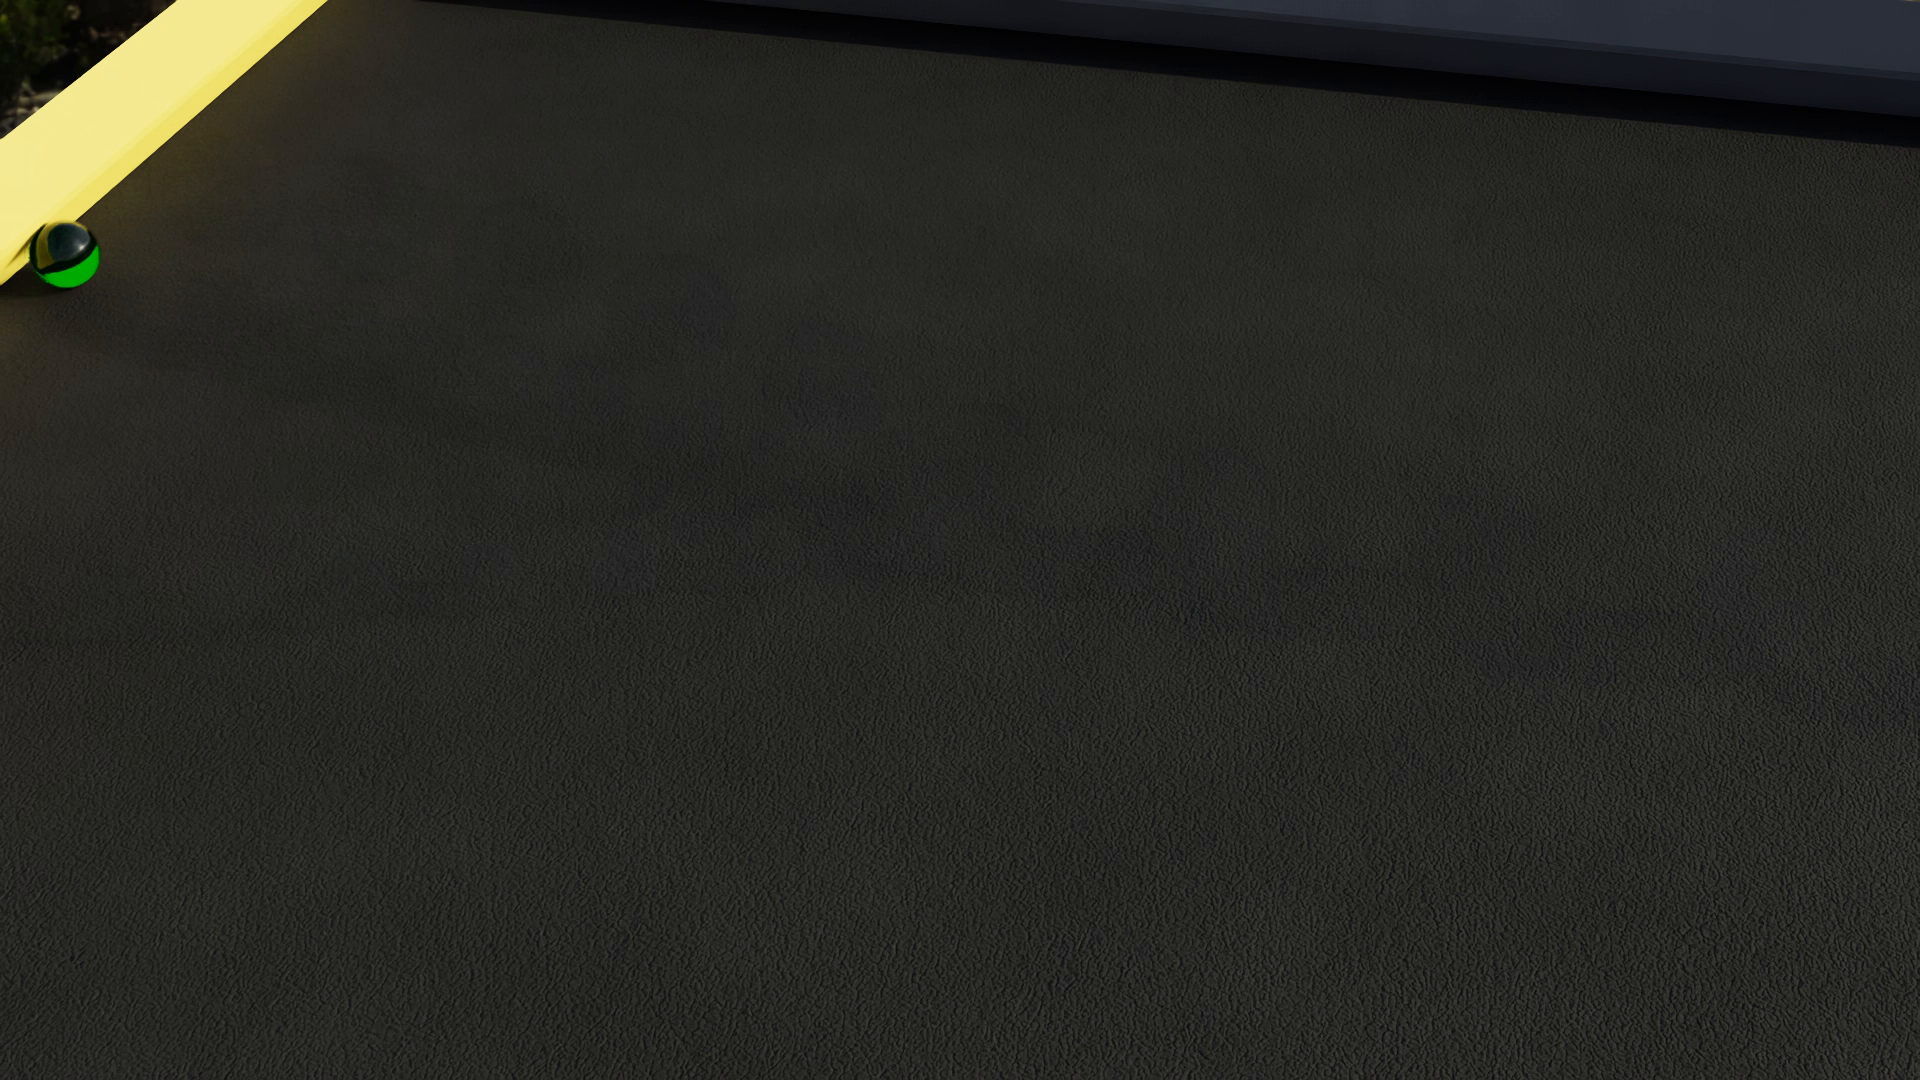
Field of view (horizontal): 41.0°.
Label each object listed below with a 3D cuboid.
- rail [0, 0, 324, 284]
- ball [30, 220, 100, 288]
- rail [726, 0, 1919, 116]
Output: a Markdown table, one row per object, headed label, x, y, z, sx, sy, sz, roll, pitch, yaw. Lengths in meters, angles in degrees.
| label | x | y | z | sx | sy | sz | roll | pitch | yaw |
| --- | --- | --- | --- | --- | --- | --- | --- | --- | --- |
| rail | -0.909 | -0.153 | 2.115 | 0.045 | 0.121 | 2.046 | 8 | 35 | 11 |
| ball | -0.812 | -0.259 | 2.327 | 0.060 | 0.060 | 0.060 | 0 | 34 | 0 |
| rail | 1.167 | -0.449 | 2.549 | 3.837 | 0.121 | 0.045 | 8 | 35 | 11 |
